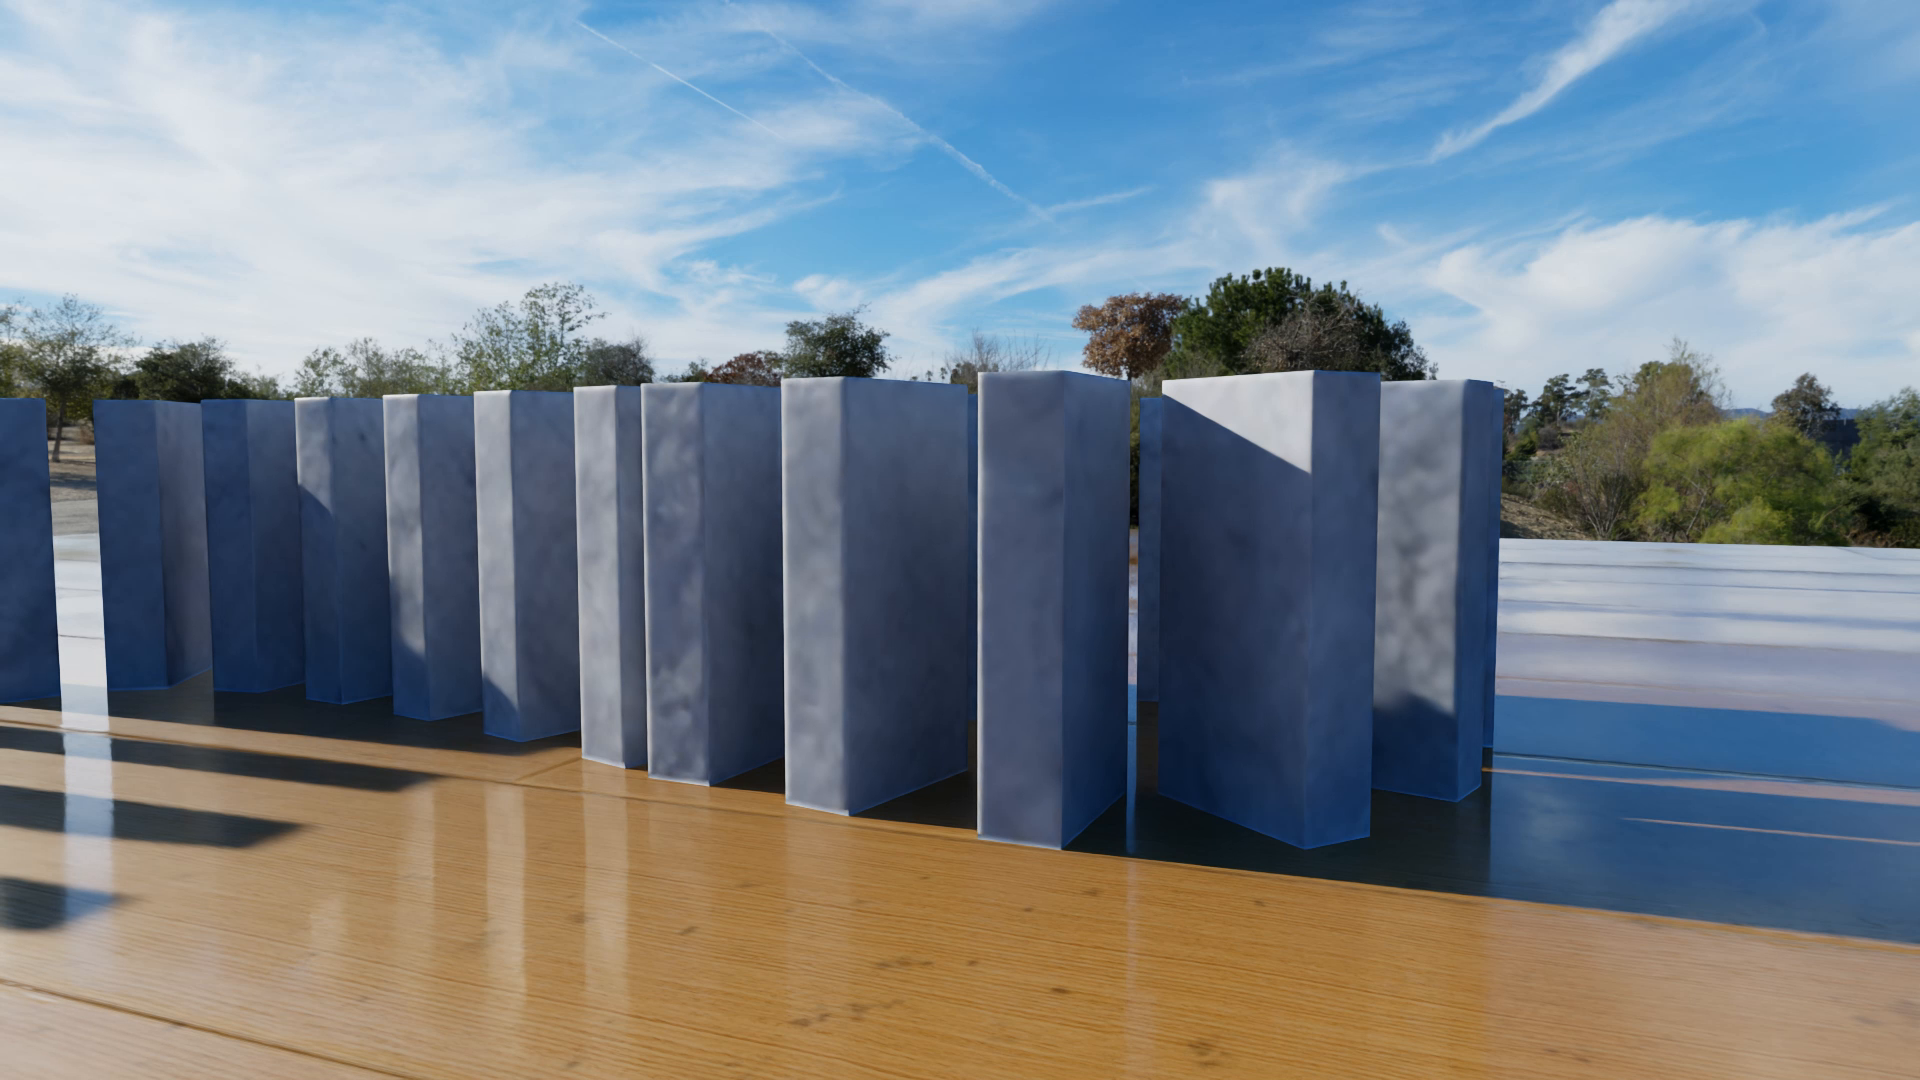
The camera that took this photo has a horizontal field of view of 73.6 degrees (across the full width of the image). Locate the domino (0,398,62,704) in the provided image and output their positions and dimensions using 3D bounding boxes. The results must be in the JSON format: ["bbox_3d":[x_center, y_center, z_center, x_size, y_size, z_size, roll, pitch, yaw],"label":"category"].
[{"bbox_3d":[-0.165,0.001,0.219,0.025,0.050,0.009,3,6,39],"label":"domino"}]

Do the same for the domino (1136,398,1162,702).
[{"bbox_3d":[0.037,0.001,0.222,0.010,0.050,0.025,1,4,14],"label":"domino"}]

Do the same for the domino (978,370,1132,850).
[{"bbox_3d":[0.011,0.007,0.146,0.010,0.050,0.025,2,5,23],"label":"domino"}]

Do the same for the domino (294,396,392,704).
[{"bbox_3d":[-0.099,0.001,0.221,0.010,0.050,0.025,2,5,29],"label":"domino"}]

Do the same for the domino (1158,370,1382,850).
[{"bbox_3d":[0.034,0.007,0.146,0.009,0.050,0.025,-2,5,-29],"label":"domino"}]

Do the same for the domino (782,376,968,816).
[{"bbox_3d":[-0.010,0.006,0.158,0.009,0.050,0.025,3,5,33],"label":"domino"}]

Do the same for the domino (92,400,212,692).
[{"bbox_3d":[-0.145,0.000,0.232,0.009,0.050,0.025,-1,4,-12],"label":"domino"}]

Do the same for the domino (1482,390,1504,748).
[{"bbox_3d":[0.063,0.004,0.183,0.025,0.050,0.009,0,4,2],"label":"domino"}]

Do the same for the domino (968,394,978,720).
[{"bbox_3d":[0.000,0.002,0.201,0.025,0.050,0.009,0,4,0],"label":"domino"}]

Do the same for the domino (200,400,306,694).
[{"bbox_3d":[-0.121,0.000,0.231,0.010,0.050,0.025,1,4,16],"label":"domino"}]

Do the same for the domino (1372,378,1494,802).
[{"bbox_3d":[0.052,0.005,0.162,0.025,0.050,0.009,3,5,38],"label":"domino"}]

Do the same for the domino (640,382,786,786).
[{"bbox_3d":[-0.030,0.005,0.171,0.009,0.050,0.025,2,5,25],"label":"domino"}]

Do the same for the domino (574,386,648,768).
[{"bbox_3d":[-0.040,0.004,0.179,0.009,0.050,0.025,3,5,39],"label":"domino"}]

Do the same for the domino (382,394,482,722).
[{"bbox_3d":[-0.078,0.002,0.208,0.009,0.050,0.025,3,5,34],"label":"domino"}]

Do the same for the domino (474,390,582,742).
[{"bbox_3d":[-0.059,0.003,0.194,0.009,0.050,0.025,3,5,37],"label":"domino"}]
